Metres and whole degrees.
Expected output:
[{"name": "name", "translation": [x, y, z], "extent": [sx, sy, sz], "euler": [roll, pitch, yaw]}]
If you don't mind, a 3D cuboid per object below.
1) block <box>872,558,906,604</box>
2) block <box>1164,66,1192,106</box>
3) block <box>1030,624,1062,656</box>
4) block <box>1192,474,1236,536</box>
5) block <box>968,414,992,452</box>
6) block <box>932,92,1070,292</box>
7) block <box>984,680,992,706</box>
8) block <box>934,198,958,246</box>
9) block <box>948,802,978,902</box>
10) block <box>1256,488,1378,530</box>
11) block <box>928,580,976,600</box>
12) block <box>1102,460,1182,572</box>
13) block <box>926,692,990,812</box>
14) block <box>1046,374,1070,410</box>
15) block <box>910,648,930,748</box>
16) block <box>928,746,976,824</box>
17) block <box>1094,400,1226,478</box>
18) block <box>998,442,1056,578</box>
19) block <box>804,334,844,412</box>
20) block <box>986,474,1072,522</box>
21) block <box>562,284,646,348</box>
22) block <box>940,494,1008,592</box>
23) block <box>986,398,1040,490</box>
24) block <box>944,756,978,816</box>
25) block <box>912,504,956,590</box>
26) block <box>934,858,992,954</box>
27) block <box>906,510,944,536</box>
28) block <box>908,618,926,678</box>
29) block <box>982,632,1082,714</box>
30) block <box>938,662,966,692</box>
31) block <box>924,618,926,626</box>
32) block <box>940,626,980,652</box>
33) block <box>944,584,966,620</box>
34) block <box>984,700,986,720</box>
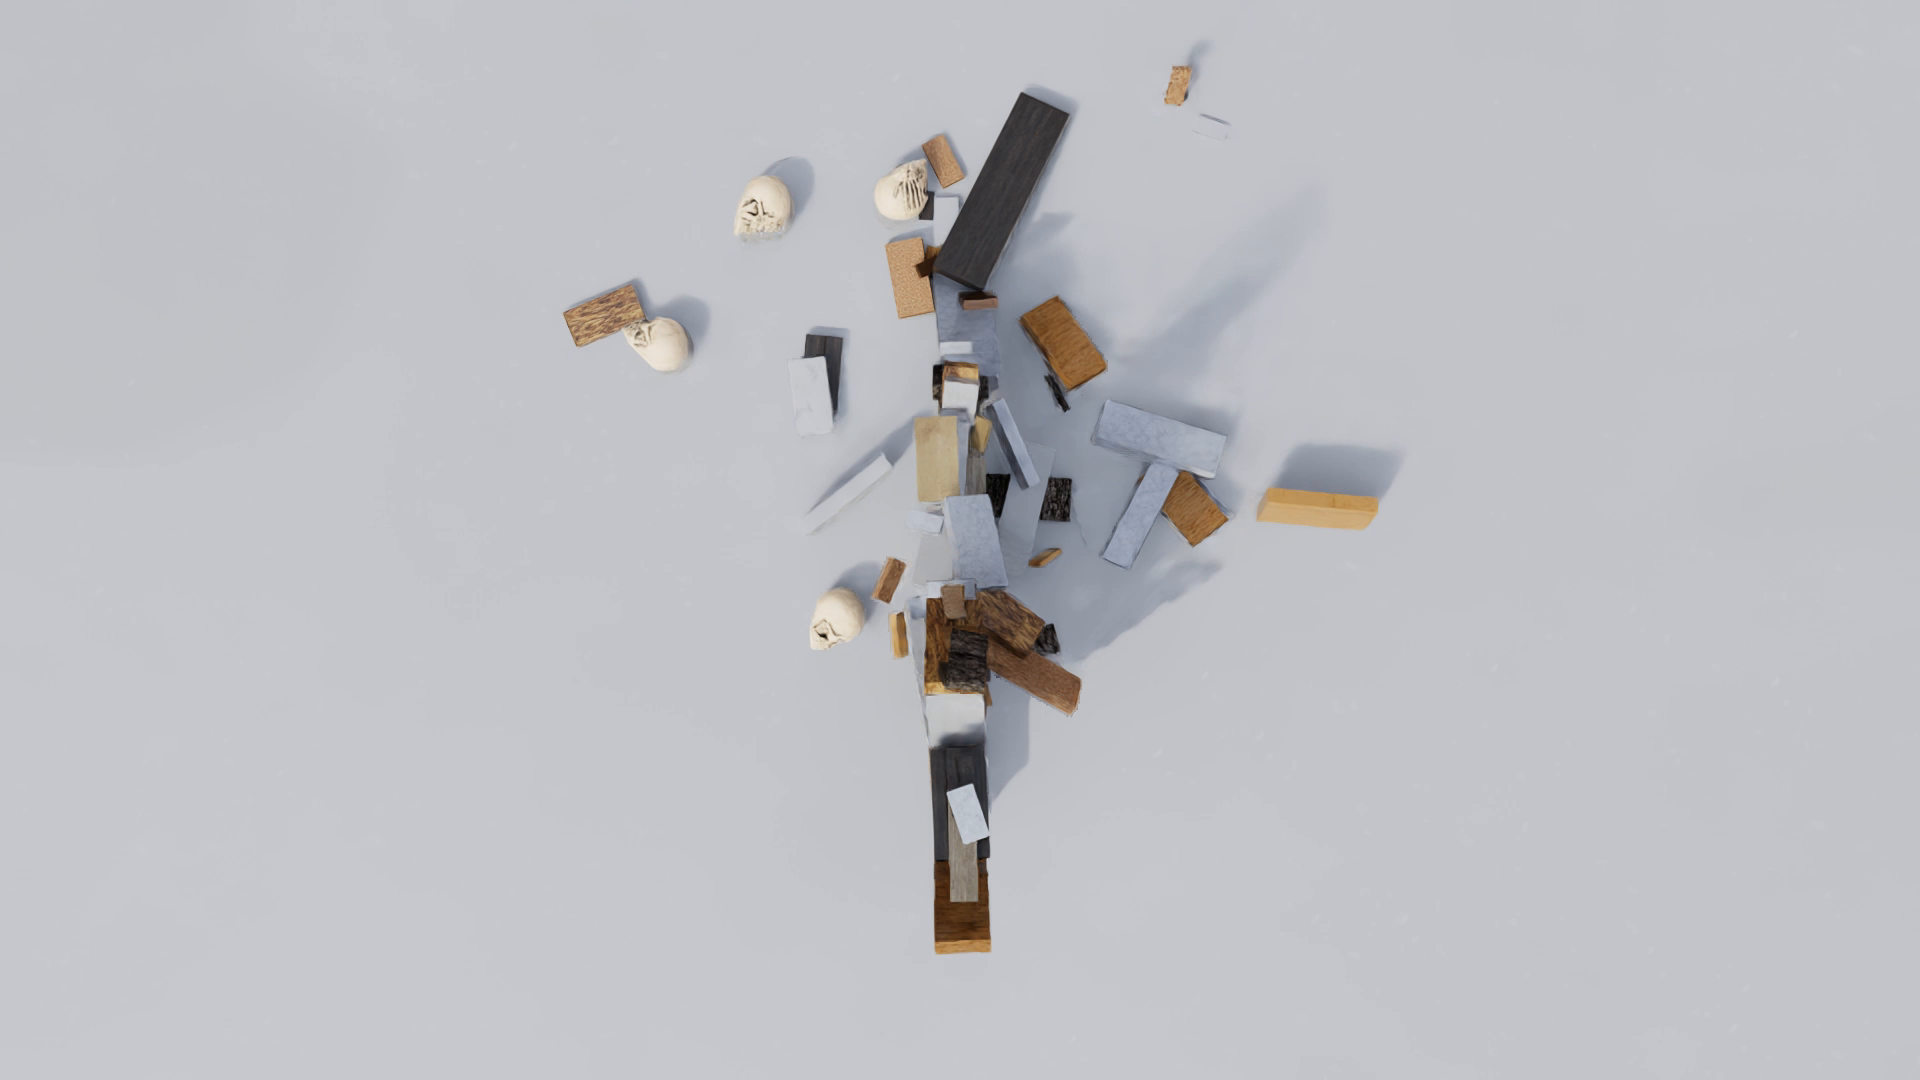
[{"name": "block", "translation": [-0.218, 0.125, 5.113], "extent": [0.019, 0.068, 0.136], "euler": [23, 89, 37]}, {"name": "block", "translation": [0.718, -1.496, 5.430], "extent": [0.060, 0.148, 0.017], "euler": [5, 57, -3]}, {"name": "block", "translation": [0.232, 0.350, 5.486], "extent": [0.191, 0.027, 0.095], "euler": [-16, 90, 0]}, {"name": "block", "translation": [0.813, -0.114, 5.486], "extent": [0.096, 0.027, 0.193], "euler": [-43, 90, 0]}, {"name": "block", "translation": [0.064, -0.331, 5.141], "extent": [0.054, 0.015, 0.107], "euler": [33, 125, 28]}, {"name": "block", "translation": [0.137, -1.142, 5.413], "extent": [0.179, 0.051, 0.671], "euler": [26, 80, 3]}, {"name": "block", "translation": [0.029, 0.424, 5.059], "extent": [0.095, 0.027, 0.191], "euler": [-16, 88, 3]}, {"name": "block", "translation": [-0.045, -1.058, 5.489], "extent": [0.080, 0.023, 0.159], "euler": [0, 90, 0]}, {"name": "block", "translation": [0.008, 0.826, 4.479], "extent": [0.075, 0.021, 0.310], "euler": [-2, 72, 1]}, {"name": "block", "translation": [1.169, -0.100, 5.407], "extent": [0.357, 0.179, 0.051], "euler": [5, 71, 0]}, {"name": "block", "translation": [-0.018, 0.259, 4.891], "extent": [0.136, 0.039, 0.273], "euler": [-3, 84, 3]}, {"name": "block", "translation": [0.603, -0.095, 5.424], "extent": [0.096, 0.027, 0.397], "euler": [27, 86, 13]}, {"name": "block", "translation": [-0.004, 0.595, 4.682], "extent": [0.158, 0.045, 0.460], "euler": [-3, 126, 2]}, {"name": "block", "translation": [0.322, -0.486, 5.443], "extent": [0.017, 0.060, 0.120], "euler": [-30, 62, 11]}, {"name": "block", "translation": [-0.048, 0.459, 4.941], "extent": [0.149, 0.042, 0.304], "euler": [-9, 69, -5]}, {"name": "block", "translation": [-0.007, 0.721, 4.709], "extent": [0.151, 0.043, 0.302], "euler": [-3, 123, 1]}, {"name": "block", "translation": [0.658, -0.331, 5.425], "extent": [0.410, 0.041, 0.143], "euler": [18, 67, 6]}, {"name": "block", "translation": [0.204, -0.100, 5.440], "extent": [0.122, 0.035, 0.433], "euler": [14, 94, -1]}, {"name": "block", "translation": [-0.460, -0.555, 5.483], "extent": [0.122, 0.035, 0.245], "euler": [5, 90, 0]}, {"name": "block", "translation": [0.224, -0.141, 5.480], "extent": [0.286, 0.041, 0.143], "euler": [4, 90, 0]}, {"name": "block", "translation": [-1.181, -0.743, 5.482], "extent": [0.248, 0.035, 0.124], "euler": [-23, 90, 0]}, {"name": "block", "translation": [0.044, 0.010, 5.008], "extent": [0.146, 0.041, 0.293], "euler": [-4, 74, -27]}, {"name": "block", "translation": [0.170, -0.309, 5.334], "extent": [0.041, 0.146, 0.292], "euler": [-25, 93, -8]}, {"name": "block", "translation": [0.006, 0.670, 4.493], "extent": [0.075, 0.021, 0.150], "euler": [-7, 81, -2]}, {"name": "block", "translation": [-0.058, 0.025, 5.062], "extent": [0.129, 0.037, 0.258], "euler": [6, 73, 18]}, {"name": "block", "translation": [0.002, 0.932, 4.801], "extent": [0.151, 0.765, 0.043], "euler": [-2, 116, 0]}, {"name": "block", "translation": [-0.106, -0.055, 5.074], "extent": [0.113, 0.016, 0.057], "euler": [13, 76, 19]}, {"name": "block", "translation": [-0.108, 0.322, 4.961], "extent": [0.068, 0.019, 0.178], "euler": [-9, 67, -4]}, {"name": "block", "translation": [0.174, 0.375, 5.012], "extent": [0.422, 0.136, 0.039], "euler": [30, 125, -9]}, {"name": "block", "translation": [-0.001, 0.363, 4.375], "extent": [0.097, 0.194, 0.028], "euler": [6, 98, -7]}, {"name": "block", "translation": [-0.017, 0.375, 4.773], "extent": [0.158, 0.045, 0.316], "euler": [-2, 111, -2]}, {"name": "block", "translation": [0.005, 0.268, 4.486], "extent": [0.097, 0.194, 0.028], "euler": [2, 99, -8]}, {"name": "block", "translation": [-0.015, 0.177, 4.663], "extent": [0.057, 0.016, 0.113], "euler": [1, 51, 0]}, {"name": "block", "translation": [-0.002, 0.618, 4.922], "extent": [0.149, 0.042, 0.299], "euler": [2, 59, 2]}]
